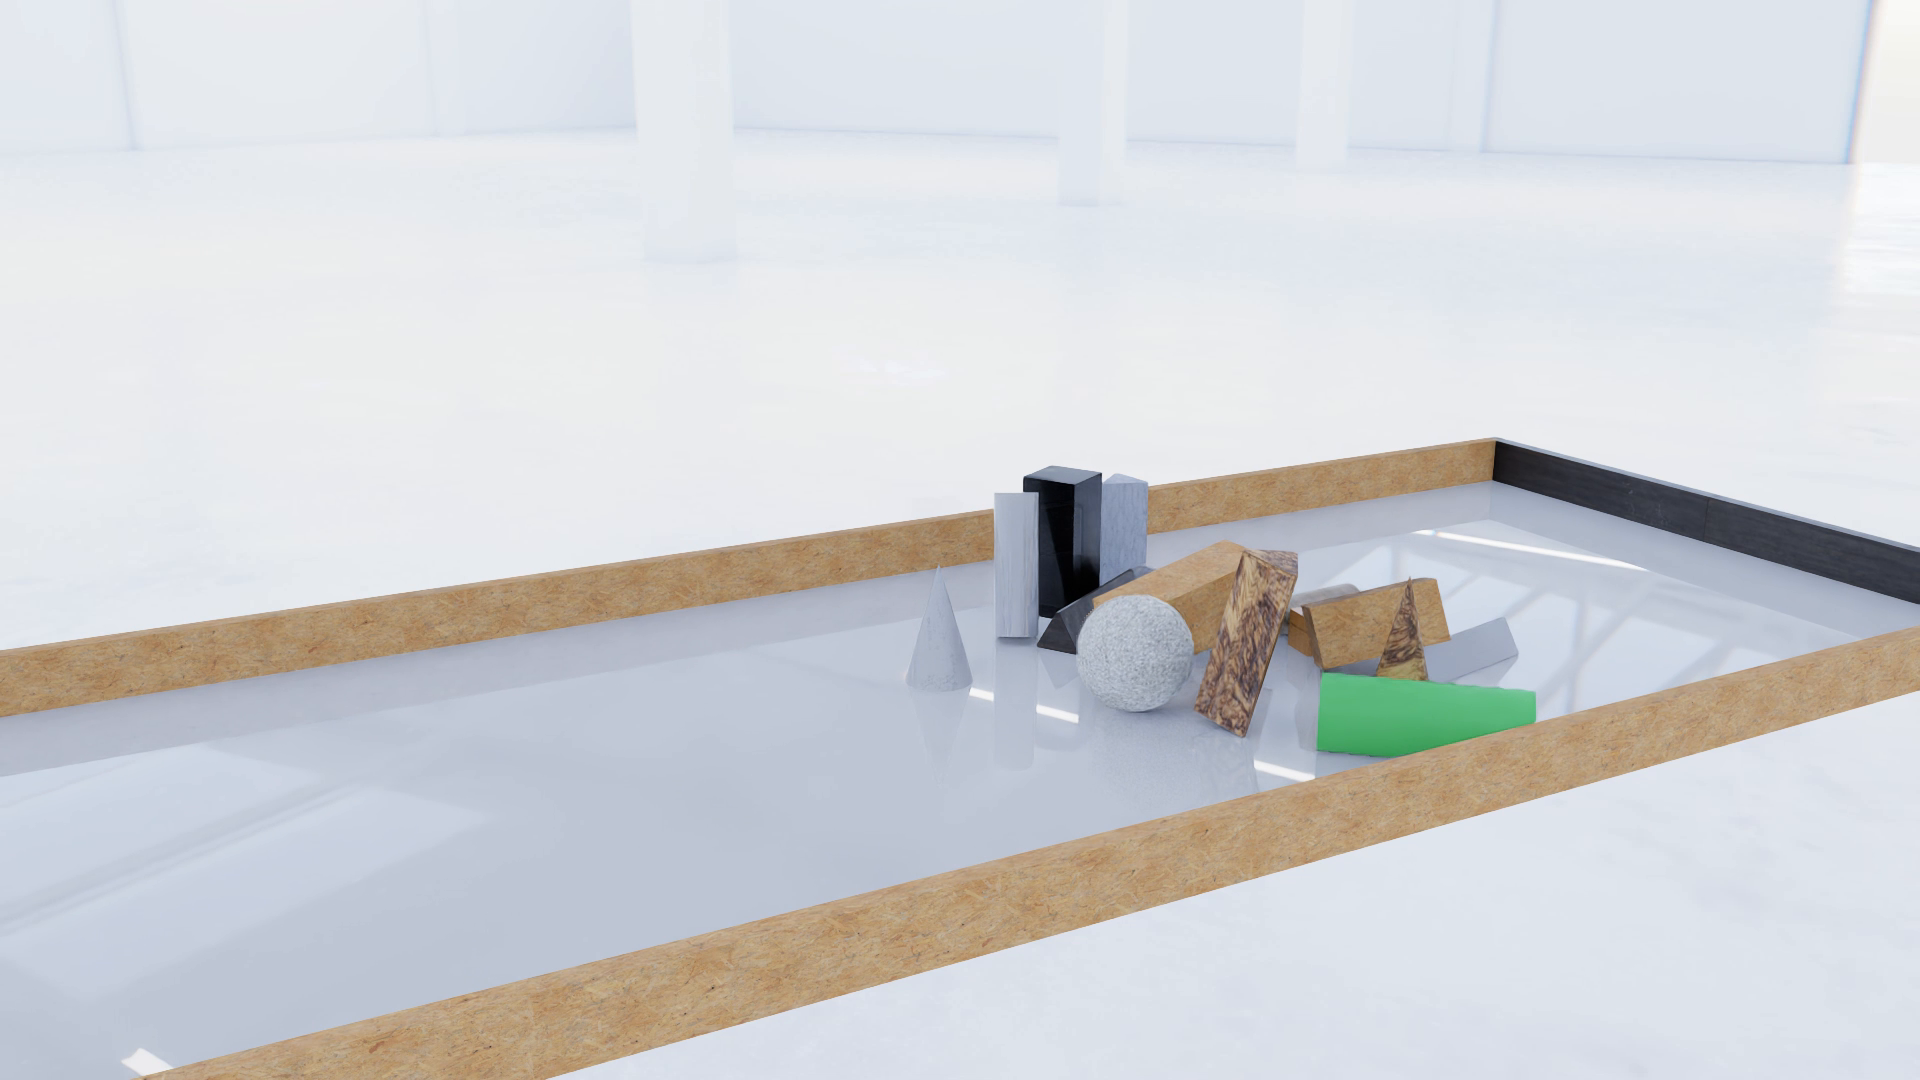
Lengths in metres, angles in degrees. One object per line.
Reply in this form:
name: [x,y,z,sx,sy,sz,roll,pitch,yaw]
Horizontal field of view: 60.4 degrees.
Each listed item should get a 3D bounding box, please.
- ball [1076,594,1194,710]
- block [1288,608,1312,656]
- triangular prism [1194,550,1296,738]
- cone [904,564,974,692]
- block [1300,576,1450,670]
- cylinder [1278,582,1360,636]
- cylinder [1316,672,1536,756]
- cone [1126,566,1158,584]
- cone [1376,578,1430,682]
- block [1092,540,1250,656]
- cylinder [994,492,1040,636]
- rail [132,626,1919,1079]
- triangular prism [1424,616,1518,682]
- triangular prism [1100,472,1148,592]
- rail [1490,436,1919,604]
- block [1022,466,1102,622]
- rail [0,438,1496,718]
ball: [0.420,0.268,3.947,0.280,0.280,0.280,0,16,0]
block: [1.064,0.227,4.403,0.363,0.101,0.101,-6,17,-18]
triangular prism: [0.685,0.227,3.805,0.143,0.420,0.123,29,28,32]
cone: [-0.052,0.204,4.118,0.174,0.307,0.174,0,16,0]
block: [1.049,0.208,4.174,0.319,0.157,0.157,-13,0,4]
cylinder: [0.929,0.196,4.510,0.373,0.100,0.100,-10,19,-30]
cylinder: [1.036,0.402,3.681,0.456,0.174,0.174,4,17,14]
cone: [0.614,0.110,4.889,0.103,0.103,0.342,10,11,31]
cone: [1.036,0.254,3.847,0.176,0.364,0.176,0,16,0]
block: [0.583,0.175,4.274,0.429,0.176,0.176,-23,24,-22]
cylinder: [0.152,0.063,4.430,0.120,0.383,0.120,0,3,0]
rail: [-2.336,1.006,1.665,12.000,0.150,0.050,-9,18,-27]
triangular prism: [1.263,0.284,4.219,0.432,0.092,0.106,-13,20,-37]
triangular prism: [0.470,-0.025,4.861,0.137,0.326,0.119,-2,16,-6]
rail: [2.466,-0.048,5.253,0.050,0.150,2.100,-9,18,-27]
block: [0.285,0.009,4.623,0.161,0.396,0.161,10,19,31]
rail: [-3.305,0.497,3.399,12.000,0.150,0.050,-9,18,-27]
